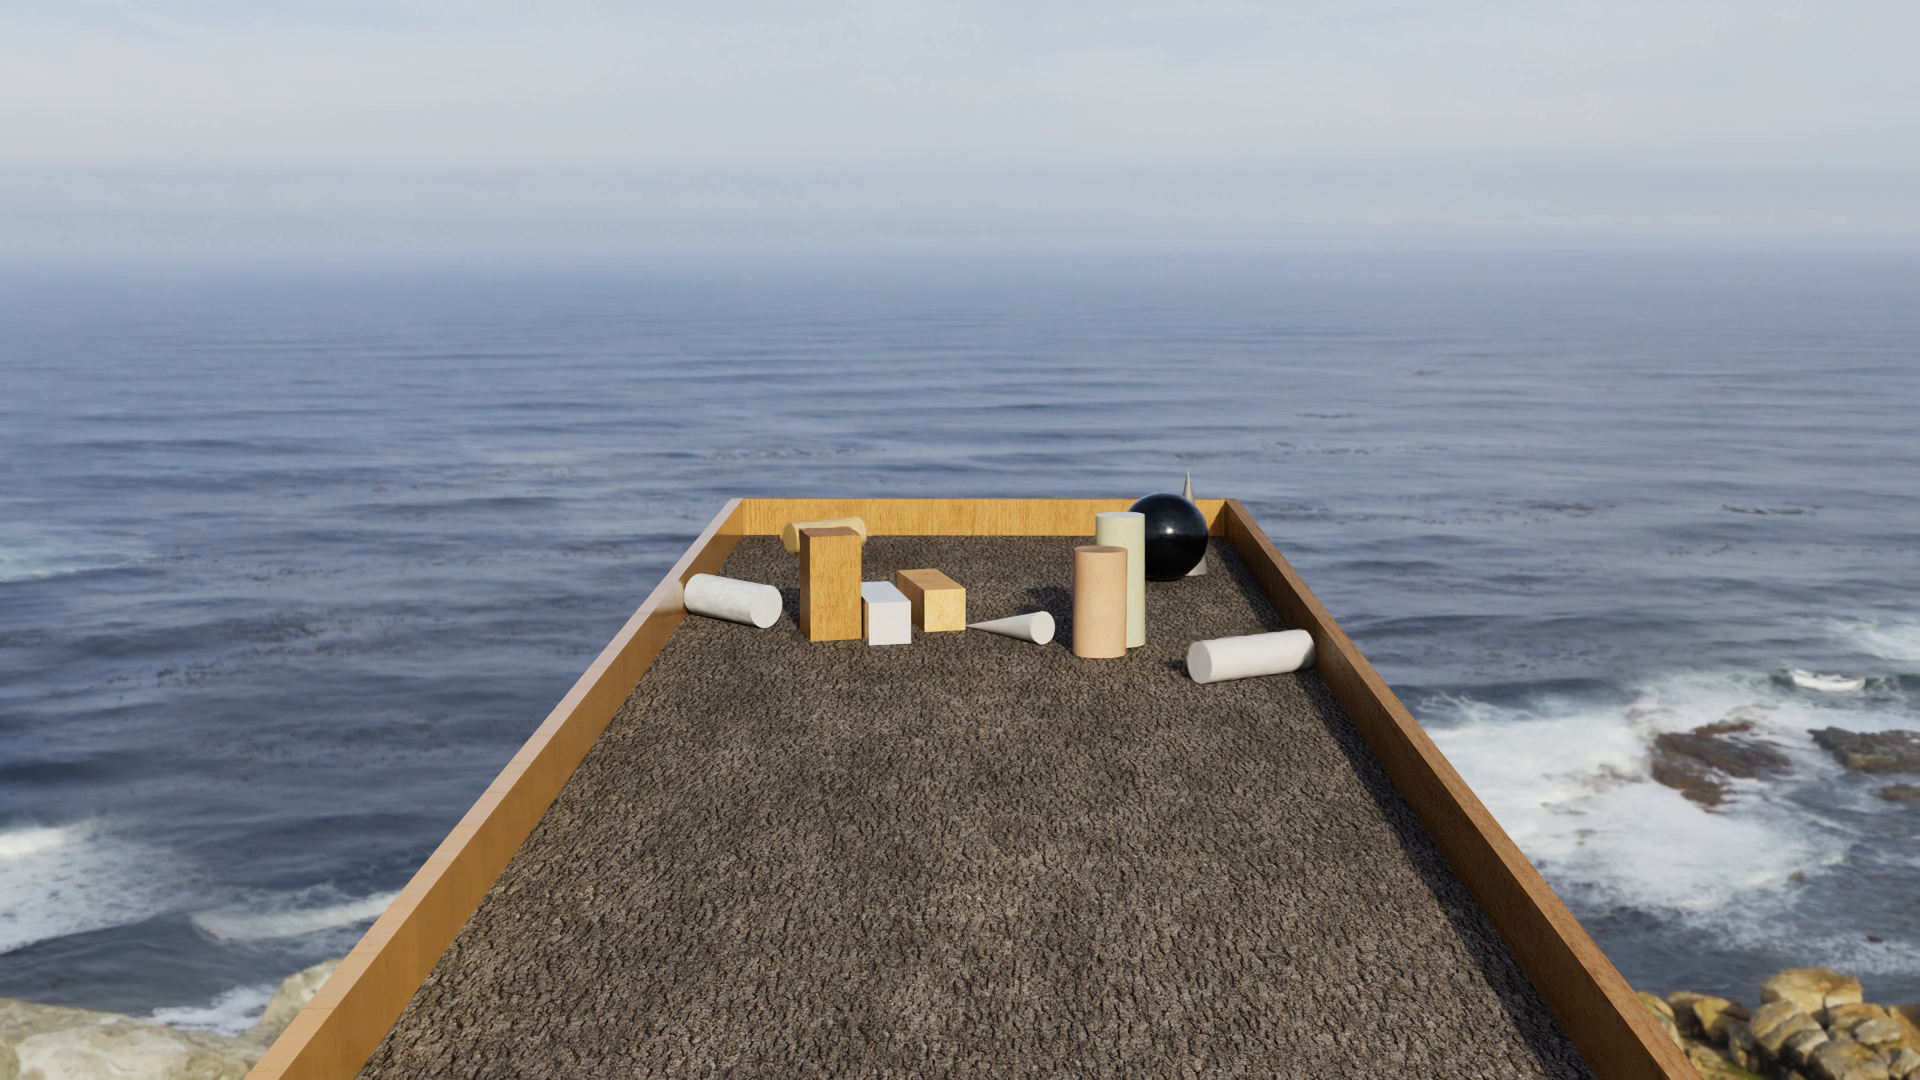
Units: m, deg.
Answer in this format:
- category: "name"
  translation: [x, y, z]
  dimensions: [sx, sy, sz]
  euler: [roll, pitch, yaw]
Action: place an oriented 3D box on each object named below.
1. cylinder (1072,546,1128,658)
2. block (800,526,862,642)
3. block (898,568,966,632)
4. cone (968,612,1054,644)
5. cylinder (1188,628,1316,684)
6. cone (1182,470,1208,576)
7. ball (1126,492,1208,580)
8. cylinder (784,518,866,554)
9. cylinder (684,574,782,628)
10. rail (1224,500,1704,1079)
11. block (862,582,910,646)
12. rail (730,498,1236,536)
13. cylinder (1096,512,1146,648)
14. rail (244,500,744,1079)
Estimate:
- category: "cylinder"
  translation: [0.431, 0.189, 6.771]
  dimensions: [0.165, 0.324, 0.165]
  euler: [0, 8, 0]
- category: "block"
  translation: [-0.416, 0.139, 7.050]
  dimensions: [0.165, 0.336, 0.165]
  euler: [-3, 10, -16]
- category: "block"
  translation: [-0.098, 0.198, 7.325]
  dimensions: [0.136, 0.136, 0.396]
  euler: [-2, 9, -14]
- category: "cone"
  translation: [0.135, 0.280, 7.080]
  dimensions: [0.104, 0.104, 0.389]
  euler: [-8, 4, -40]
- category: "cylinder"
  translation: [0.857, 0.341, 6.461]
  dimensions: [0.374, 0.124, 0.124]
  euler: [-5, 10, -29]
- category: "cone"
  translation: [0.852, -0.076, 8.227]
  dimensions: [0.158, 0.394, 0.158]
  euler: [0, 9, 0]
- category: "ball"
  translation: [0.745, -0.013, 8.051]
  dimensions: [0.326, 0.326, 0.326]
  euler: [0, 9, 0]
- category: "cylinder"
  translation: [-0.536, -0.016, 8.718]
  dimensions: [0.308, 0.122, 0.122]
  euler: [-5, 10, -31]
- category: "cylinder"
  translation: [-0.755, 0.200, 7.303]
  dimensions: [0.335, 0.140, 0.140]
  euler: [8, 12, 43]
- category: "rail"
  translation: [1.046, 0.843, 3.208]
  dimensions: [0.050, 0.150, 12.000]
  euler: [0, 9, 1]
- category: "block"
  translation: [-0.261, 0.234, 7.105]
  dimensions: [0.134, 0.134, 0.374]
  euler: [-2, 9, -12]
- category: "rail"
  translation: [0.099, -0.098, 9.147]
  dimensions: [2.100, 0.150, 0.050]
  euler: [0, 9, 1]
- category: "cylinder"
  translation: [0.504, 0.124, 6.909]
  dimensions: [0.155, 0.409, 0.155]
  euler: [-1, 8, 0]
- category: "rail"
  translation: [-1.004, 0.839, 3.234]
  dimensions: [0.050, 0.150, 12.000]
  euler: [0, 9, 1]
